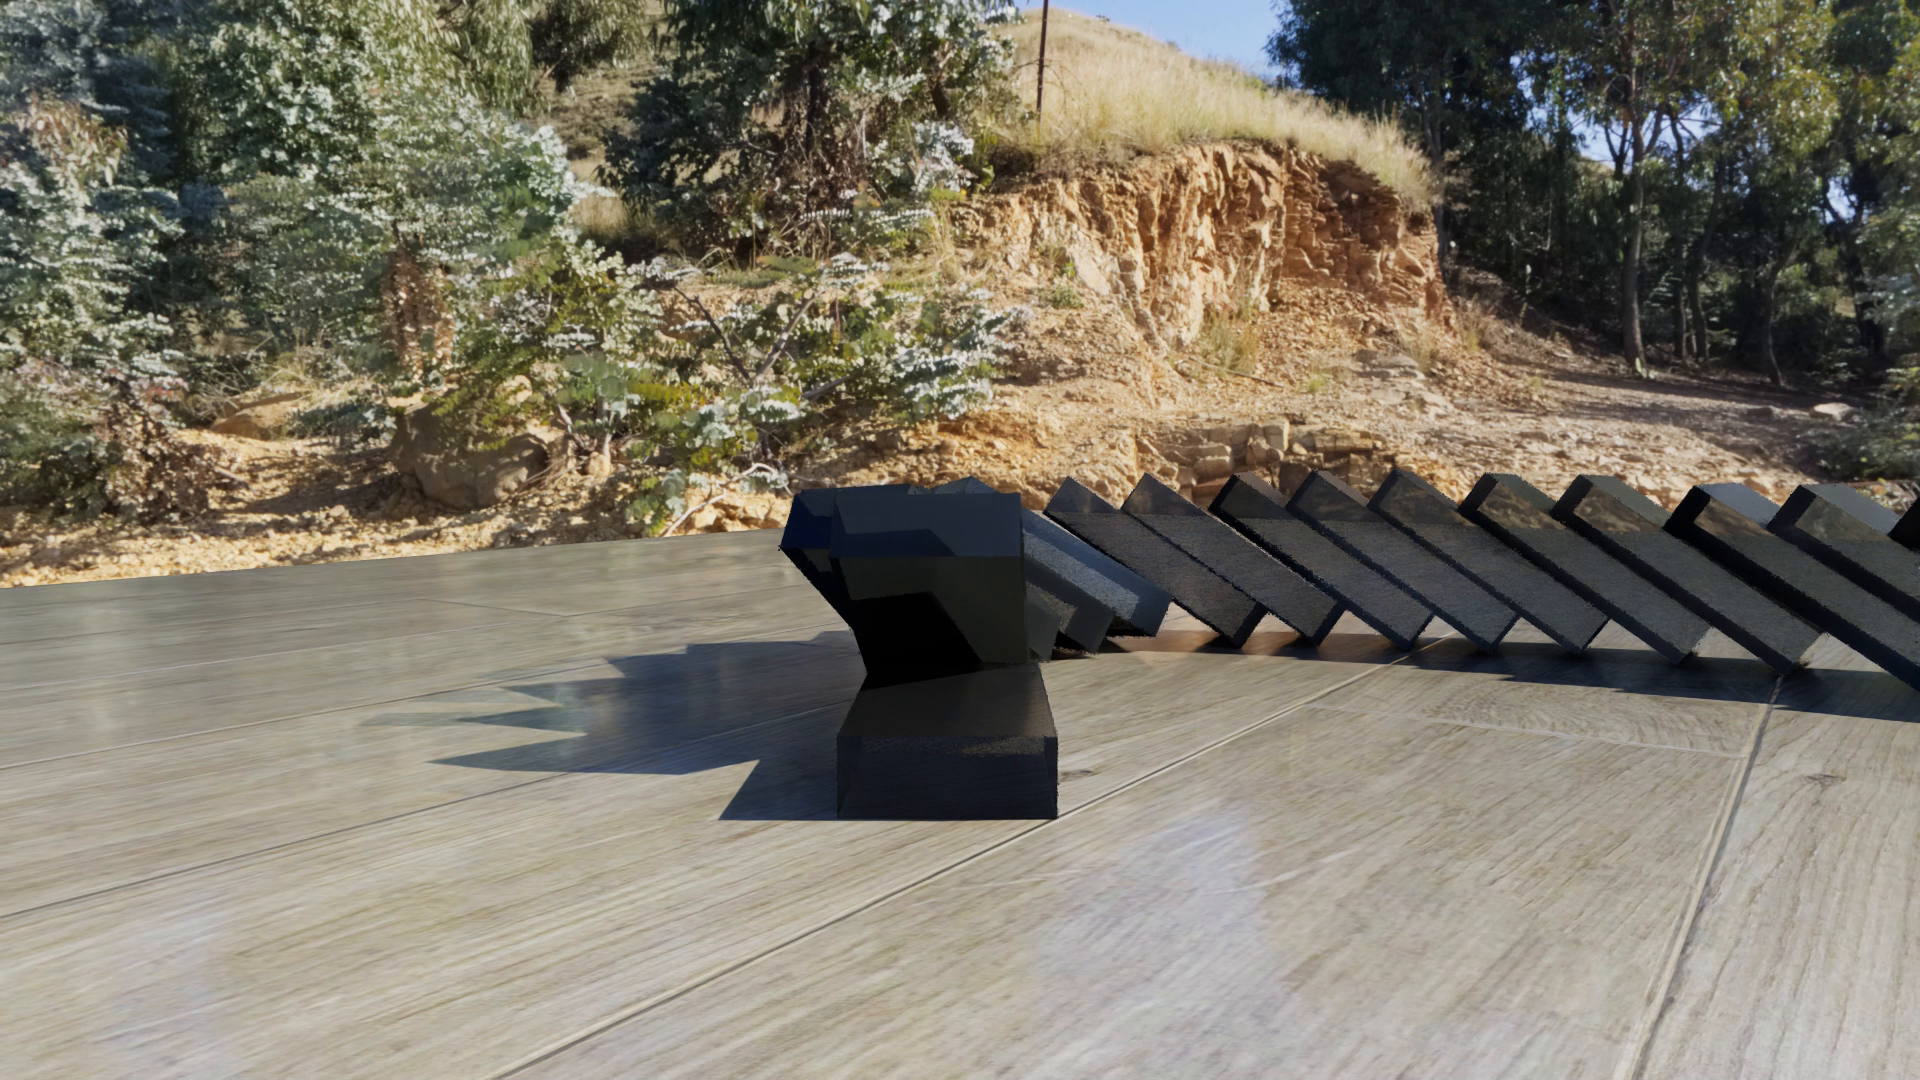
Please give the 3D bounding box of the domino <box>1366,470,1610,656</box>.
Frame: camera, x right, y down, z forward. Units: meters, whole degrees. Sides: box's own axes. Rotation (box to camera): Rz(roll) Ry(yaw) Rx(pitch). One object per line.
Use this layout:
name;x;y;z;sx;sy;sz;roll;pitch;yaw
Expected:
domino;0.111;0.004;0.269;0.050;0.009;0.025;40;18;21

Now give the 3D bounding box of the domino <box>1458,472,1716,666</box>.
domino;0.129;0.005;0.262;0.050;0.010;0.025;42;25;28

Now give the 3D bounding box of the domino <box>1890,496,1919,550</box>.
domino;0.187;0.009;0.213;0.025;0.009;0.050;-1;36;-33

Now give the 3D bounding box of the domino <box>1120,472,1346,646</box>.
domino;0.059;0.003;0.280;0.050;0.009;0.025;35;8;6

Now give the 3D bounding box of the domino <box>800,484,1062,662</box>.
domino;-0.006;0.007;0.233;0.025;0.010;0.050;-1;-29;38

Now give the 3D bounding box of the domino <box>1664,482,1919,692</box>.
domino;0.161;0.007;0.239;0.025;0.009;0.050;-4;38;-41

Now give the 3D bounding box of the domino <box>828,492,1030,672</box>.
domino;-0.003;0.010;0.191;0.025;0.009;0.050;-1;-29;4

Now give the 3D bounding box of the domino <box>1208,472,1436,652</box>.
domino;0.079;0.004;0.279;0.050;0.009;0.025;37;16;15

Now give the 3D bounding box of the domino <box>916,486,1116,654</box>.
domino;0.004;0.006;0.256;0.050;0.010;0.025;32;-14;-26

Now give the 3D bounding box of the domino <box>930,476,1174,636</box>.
domino;0.017;0.004;0.268;0.050;0.009;0.025;30;-13;-16

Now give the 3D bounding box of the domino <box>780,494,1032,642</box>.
domino;-0.007;0.009;0.213;0.025;0.010;0.050;2;-28;21

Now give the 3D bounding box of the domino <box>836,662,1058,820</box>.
domino;-0.001;0.025;0.170;0.025;0.009;0.050;0;4;1

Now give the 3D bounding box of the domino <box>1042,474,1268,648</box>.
domino;0.042;0.004;0.280;0.050;0.010;0.025;34;7;2

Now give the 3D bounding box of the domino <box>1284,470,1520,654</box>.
domino;0.095;0.004;0.274;0.050;0.009;0.025;39;16;17

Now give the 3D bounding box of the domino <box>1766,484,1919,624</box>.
domino;0.173;0.008;0.227;0.025;0.010;0.050;-3;37;-40

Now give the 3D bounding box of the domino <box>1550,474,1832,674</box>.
domino;0.144;0.005;0.252;0.025;0.009;0.050;-2;38;-48
